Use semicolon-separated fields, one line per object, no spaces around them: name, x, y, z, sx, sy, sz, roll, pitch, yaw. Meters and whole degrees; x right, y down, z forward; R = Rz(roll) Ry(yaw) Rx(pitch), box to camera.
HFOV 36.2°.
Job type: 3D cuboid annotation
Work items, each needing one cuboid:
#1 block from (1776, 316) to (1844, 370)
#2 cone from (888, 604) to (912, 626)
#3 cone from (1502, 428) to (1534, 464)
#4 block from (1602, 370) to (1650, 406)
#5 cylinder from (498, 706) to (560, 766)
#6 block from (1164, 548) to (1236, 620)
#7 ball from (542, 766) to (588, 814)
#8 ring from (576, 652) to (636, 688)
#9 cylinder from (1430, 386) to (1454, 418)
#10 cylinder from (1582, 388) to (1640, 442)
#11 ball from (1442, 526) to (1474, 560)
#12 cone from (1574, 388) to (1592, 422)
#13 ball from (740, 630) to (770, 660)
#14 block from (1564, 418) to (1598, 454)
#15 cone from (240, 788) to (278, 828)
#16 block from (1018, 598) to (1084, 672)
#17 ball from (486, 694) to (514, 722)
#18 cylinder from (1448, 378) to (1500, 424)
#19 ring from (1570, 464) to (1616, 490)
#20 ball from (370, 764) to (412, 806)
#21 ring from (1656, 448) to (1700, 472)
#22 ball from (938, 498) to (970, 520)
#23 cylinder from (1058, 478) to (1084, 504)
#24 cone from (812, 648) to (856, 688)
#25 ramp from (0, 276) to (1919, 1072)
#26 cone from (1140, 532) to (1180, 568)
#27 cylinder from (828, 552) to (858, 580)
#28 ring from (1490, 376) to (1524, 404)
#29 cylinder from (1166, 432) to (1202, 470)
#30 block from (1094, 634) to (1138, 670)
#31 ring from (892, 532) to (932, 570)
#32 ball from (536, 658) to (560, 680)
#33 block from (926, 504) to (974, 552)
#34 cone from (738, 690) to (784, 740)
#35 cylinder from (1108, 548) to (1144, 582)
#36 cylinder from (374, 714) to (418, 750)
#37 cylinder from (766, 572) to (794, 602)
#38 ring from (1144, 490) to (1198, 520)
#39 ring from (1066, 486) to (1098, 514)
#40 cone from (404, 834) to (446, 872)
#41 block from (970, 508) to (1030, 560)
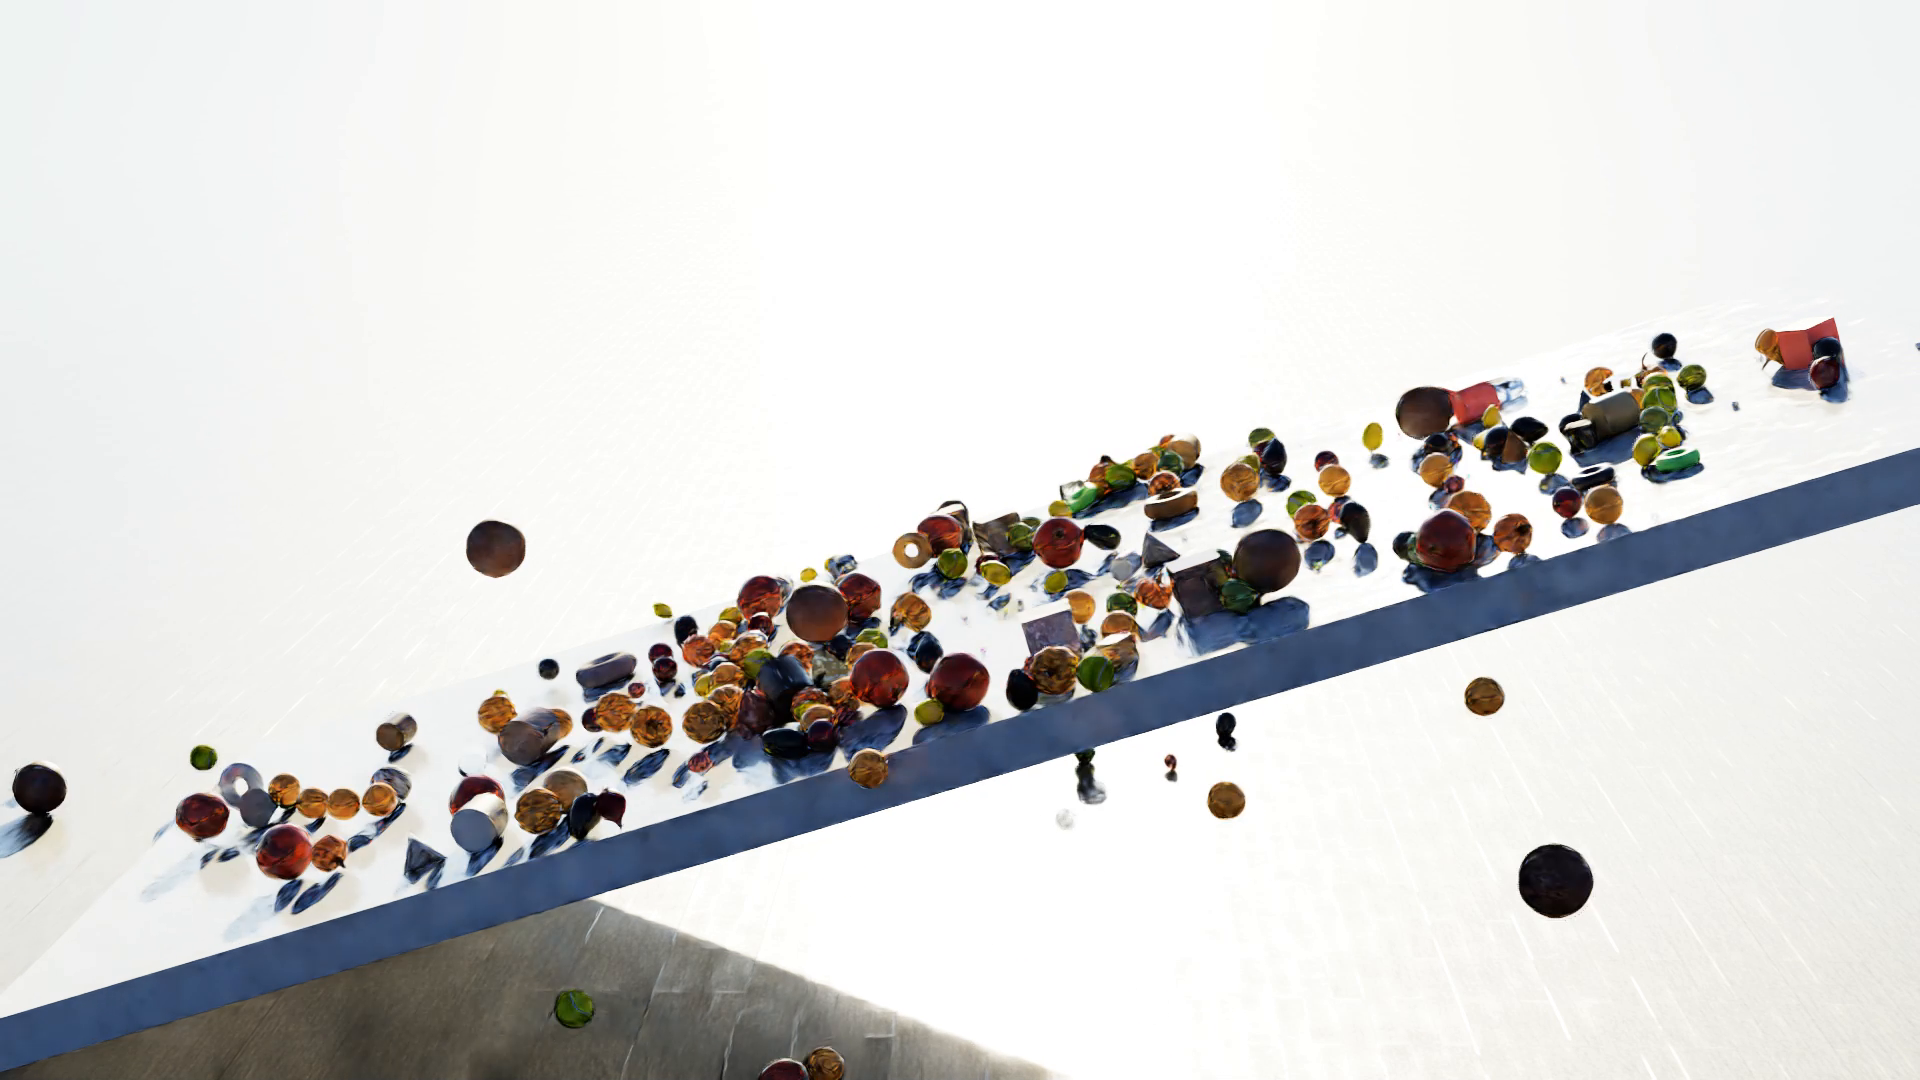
block;1.760;-0.407;6.091;0.085;0.085;0.085;-23;11;-27
cone;-0.126;0.168;6.431;0.050;0.050;0.050;8;10;-10
cone;1.147;-0.202;6.095;0.068;0.068;0.068;-17;10;3
block;1.419;-0.319;6.262;0.064;0.064;0.064;-8;14;44
cylinder;-0.913;0.415;6.243;0.100;0.100;0.100;3;16;16
block;0.462;0.085;5.656;0.099;0.099;0.099;-18;10;-3
ball;-0.760;0.482;5.655;0.091;0.091;0.091;0;11;0
ring;-0.822;0.300;6.838;0.150;0.050;0.150;-18;9;3
cylinder;1.112;-0.312;6.691;0.062;0.062;0.062;20;19;24
cylinder;1.332;-0.256;6.019;0.084;0.084;0.084;-22;20;-23
ball;0.916;0.005;5.417;0.060;0.060;0.060;0;11;0
cone;1.307;-0.273;6.121;0.095;0.095;0.095;-17;10;3
ball;-0.456;0.233;6.534;0.063;0.063;0.063;0;11;0
block;1.266;-0.212;5.990;0.053;0.053;0.053;-14;11;21
cone;-1.527;0.590;6.485;0.087;0.087;0.087;4;-1;20
block;0.176;0.181;5.638;0.098;0.098;0.098;-17;10;2
ball;-1.056;0.385;6.753;0.061;0.061;0.061;0;11;0
cylinder;1.156;-0.311;6.613;0.082;0.082;0.082;-21;17;-16
ring;1.217;-0.120;5.655;0.088;0.029;0.088;-19;10;3
ball;-1.206;0.519;6.230;0.088;0.088;0.088;0;11;0
ring;1.363;-0.153;5.582;0.087;0.029;0.087;-16;11;3
ball;-0.017;-0.063;7.316;0.086;0.086;0.086;0;11;0
cylinder;0.274;-0.118;7.176;0.053;0.053;0.053;-14;6;21
cone;-0.252;0.269;6.070;0.085;0.085;0.085;7;8;-23
ramp;0.098;0.184;6.313;4.000;0.100;2.000;-17;10;5
cone;0.427;0.027;6.197;0.082;0.082;0.082;9;11;-3
cylinder;-0.285;0.063;7.171;0.051;0.051;0.051;10;27;41
ring;1.225;-0.339;6.742;0.143;0.048;0.143;-18;9;3
cylinder;0.545;-0.215;7.153;0.079;0.079;0.079;3;15;13
block;0.290;0.207;5.439;0.051;0.051;0.051;-8;14;43
ring;-0.113;0.025;6.934;0.094;0.094;0.031;0;14;0
ball;-0.976;0.306;6.984;0.056;0.056;0.056;0;11;0
block;-0.024;-0.030;7.128;0.084;0.084;0.084;-20;10;-9
cone;-0.376;0.350;5.832;0.099;0.099;0.099;7;7;-26
cylinder;0.346;0.054;6.138;0.055;0.055;0.055;6;26;27
cylinder;-1.307;0.444;6.822;0.073;0.073;0.073;4;5;21
cylinder;-0.435;0.113;7.136;0.060;0.060;0.060;1;12;4
ring;0.478;-0.081;6.662;0.130;0.043;0.130;-16;10;3
ring;0.293;-0.098;7.055;0.087;0.029;0.087;-37;16;13
cone;-1.018;0.602;5.621;0.077;0.077;0.077;8;10;-8
block;0.092;-0.015;6.831;0.091;0.091;0.091;-21;11;-15
